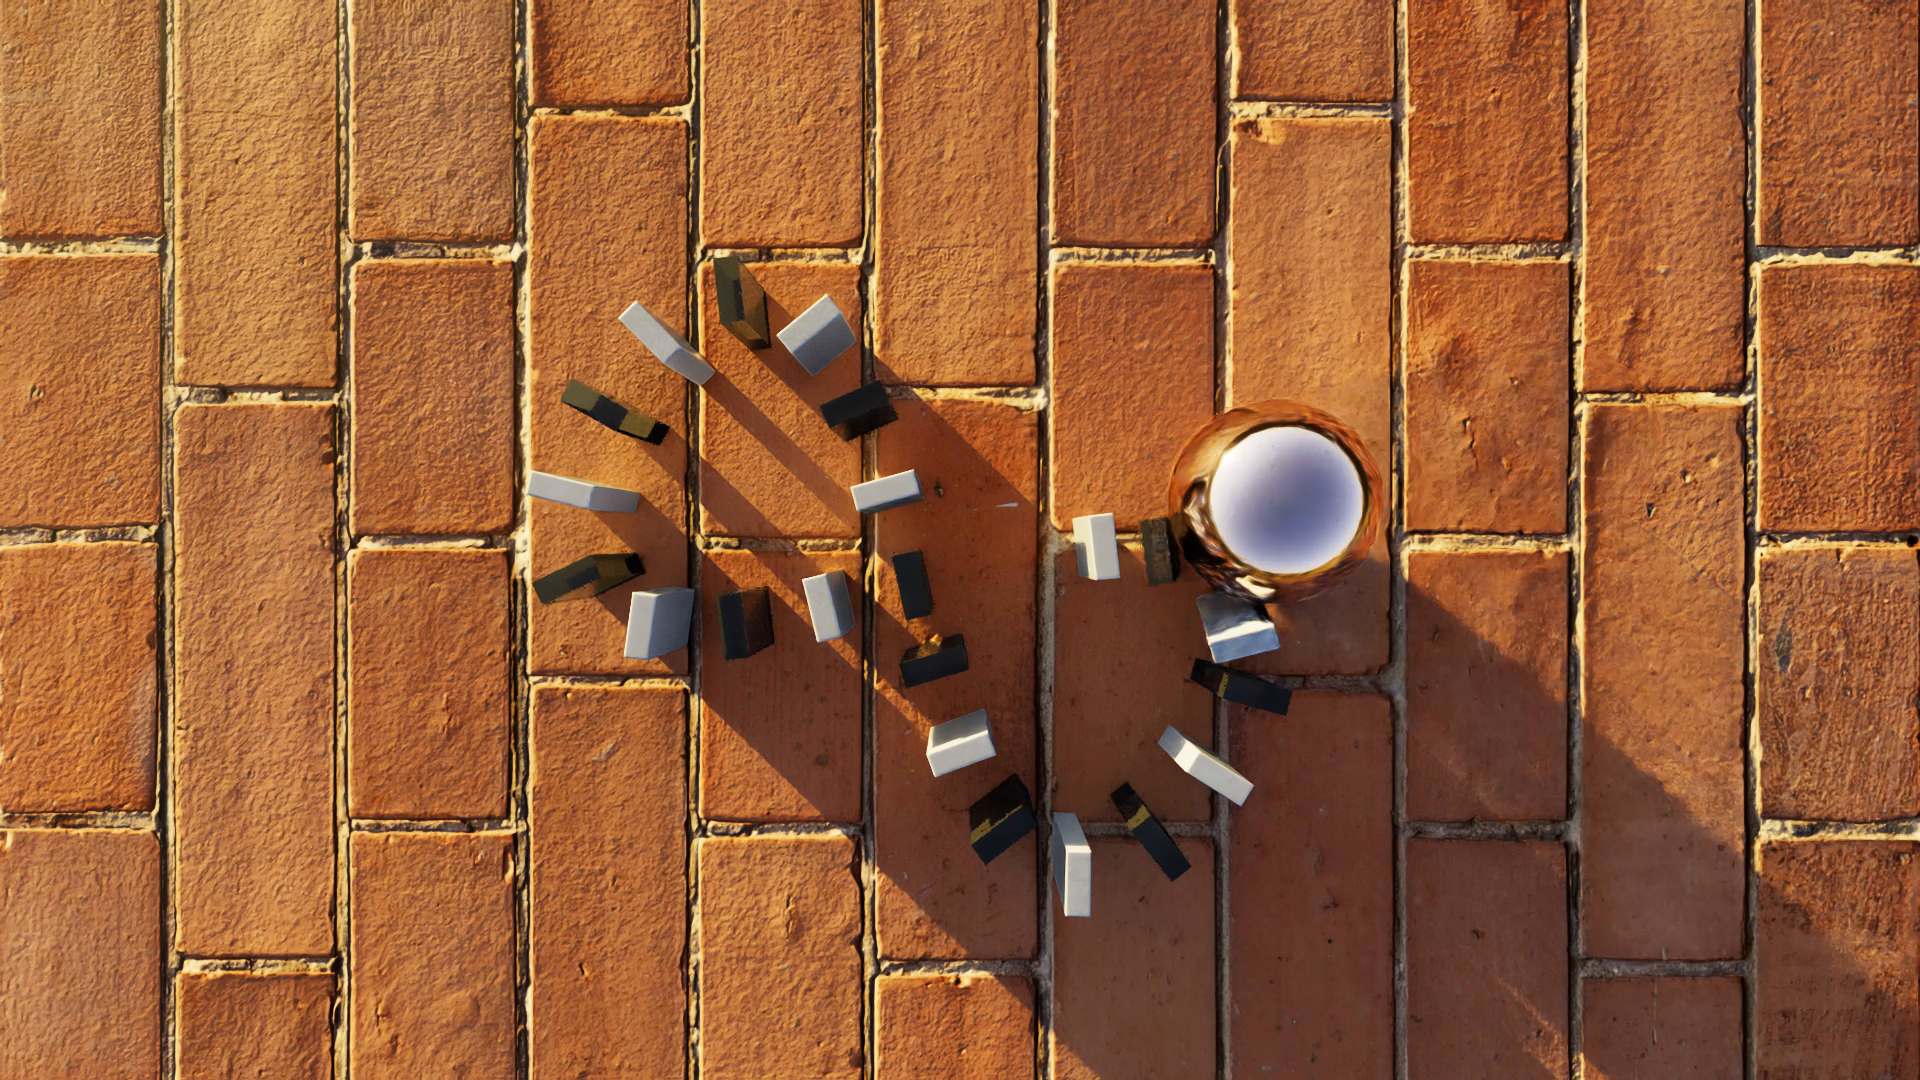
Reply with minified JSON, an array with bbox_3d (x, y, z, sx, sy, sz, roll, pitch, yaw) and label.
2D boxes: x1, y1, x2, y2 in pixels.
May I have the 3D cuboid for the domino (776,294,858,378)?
[{"bbox_3d":[-0.058,-0.083,0.375,0.025,0.050,0.009,-39,90,0],"label":"domino"}]

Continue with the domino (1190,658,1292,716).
[{"bbox_3d":[0.114,0.059,0.375,0.025,0.050,0.010,16,90,0],"label":"domino"}]

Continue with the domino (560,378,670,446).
[{"bbox_3d":[-0.140,-0.051,0.375,0.025,0.050,0.009,29,90,0],"label":"domino"}]

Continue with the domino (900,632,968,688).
[{"bbox_3d":[-0.010,0.049,0.375,0.025,0.050,0.009,-16,90,0],"label":"domino"}]

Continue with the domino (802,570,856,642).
[{"bbox_3d":[-0.053,0.026,0.375,0.009,0.050,0.025,-14,90,0],"label":"domino"}]

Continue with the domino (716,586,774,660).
[{"bbox_3d":[-0.087,0.033,0.375,0.009,0.050,0.025,-7,90,0],"label":"domino"}]

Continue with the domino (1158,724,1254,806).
[{"bbox_3d":[0.099,0.091,0.375,0.025,0.050,0.009,32,90,0],"label":"domino"}]

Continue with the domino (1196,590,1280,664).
[{"bbox_3d":[0.112,0.033,0.372,0.025,0.050,0.010,-16,104,13],"label":"domino"}]

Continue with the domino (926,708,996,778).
[{"bbox_3d":[0.001,0.082,0.375,0.025,0.050,0.010,-20,90,0],"label":"domino"}]

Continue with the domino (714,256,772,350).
[{"bbox_3d":[-0.088,-0.096,0.375,0.010,0.050,0.025,-6,90,0],"label":"domino"}]

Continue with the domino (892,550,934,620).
[{"bbox_3d":[-0.019,0.017,0.375,0.009,0.050,0.025,-13,90,0],"label":"domino"}]

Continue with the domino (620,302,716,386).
[{"bbox_3d":[-0.118,-0.079,0.375,0.010,0.050,0.025,-44,90,0],"label":"domino"}]

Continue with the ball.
[{"bbox_3d":[0.123,-0.015,0.360,0.080,0.080,0.080,0,90,0],"label":"ball"}]

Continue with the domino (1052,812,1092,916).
[{"bbox_3d":[0.045,0.131,0.375,0.009,0.050,0.025,1,90,0],"label":"domino"}]

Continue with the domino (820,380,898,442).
[{"bbox_3d":[-0.040,-0.052,0.375,0.025,0.050,0.009,-24,90,0],"label":"domino"}]

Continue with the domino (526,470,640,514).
[{"bbox_3d":[-0.153,-0.019,0.375,0.025,0.050,0.009,14,90,0],"label":"domino"}]

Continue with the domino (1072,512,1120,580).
[{"bbox_3d":[0.055,0.003,0.375,0.010,0.050,0.025,-7,90,0],"label":"domino"}]

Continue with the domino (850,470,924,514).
[{"bbox_3d":[-0.029,-0.019,0.375,0.025,0.050,0.009,-16,90,0],"label":"domino"}]

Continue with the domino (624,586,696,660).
[{"bbox_3d":[-0.122,0.033,0.375,0.010,0.050,0.025,8,90,0],"label":"domino"}]

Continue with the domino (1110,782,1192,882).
[{"bbox_3d":[0.077,0.118,0.375,0.009,0.050,0.025,-39,90,0],"label":"domino"}]

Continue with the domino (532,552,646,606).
[{"bbox_3d":[-0.150,0.015,0.375,0.025,0.050,0.009,-25,90,0],"label":"domino"}]

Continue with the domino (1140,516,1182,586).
[{"bbox_3d":[0.082,0.004,0.375,0.010,0.050,0.025,-8,90,17],"label":"domino"}]

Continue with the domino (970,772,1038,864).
[{"bbox_3d":[0.017,0.113,0.375,0.025,0.050,0.010,-37,90,0],"label":"domino"}]
